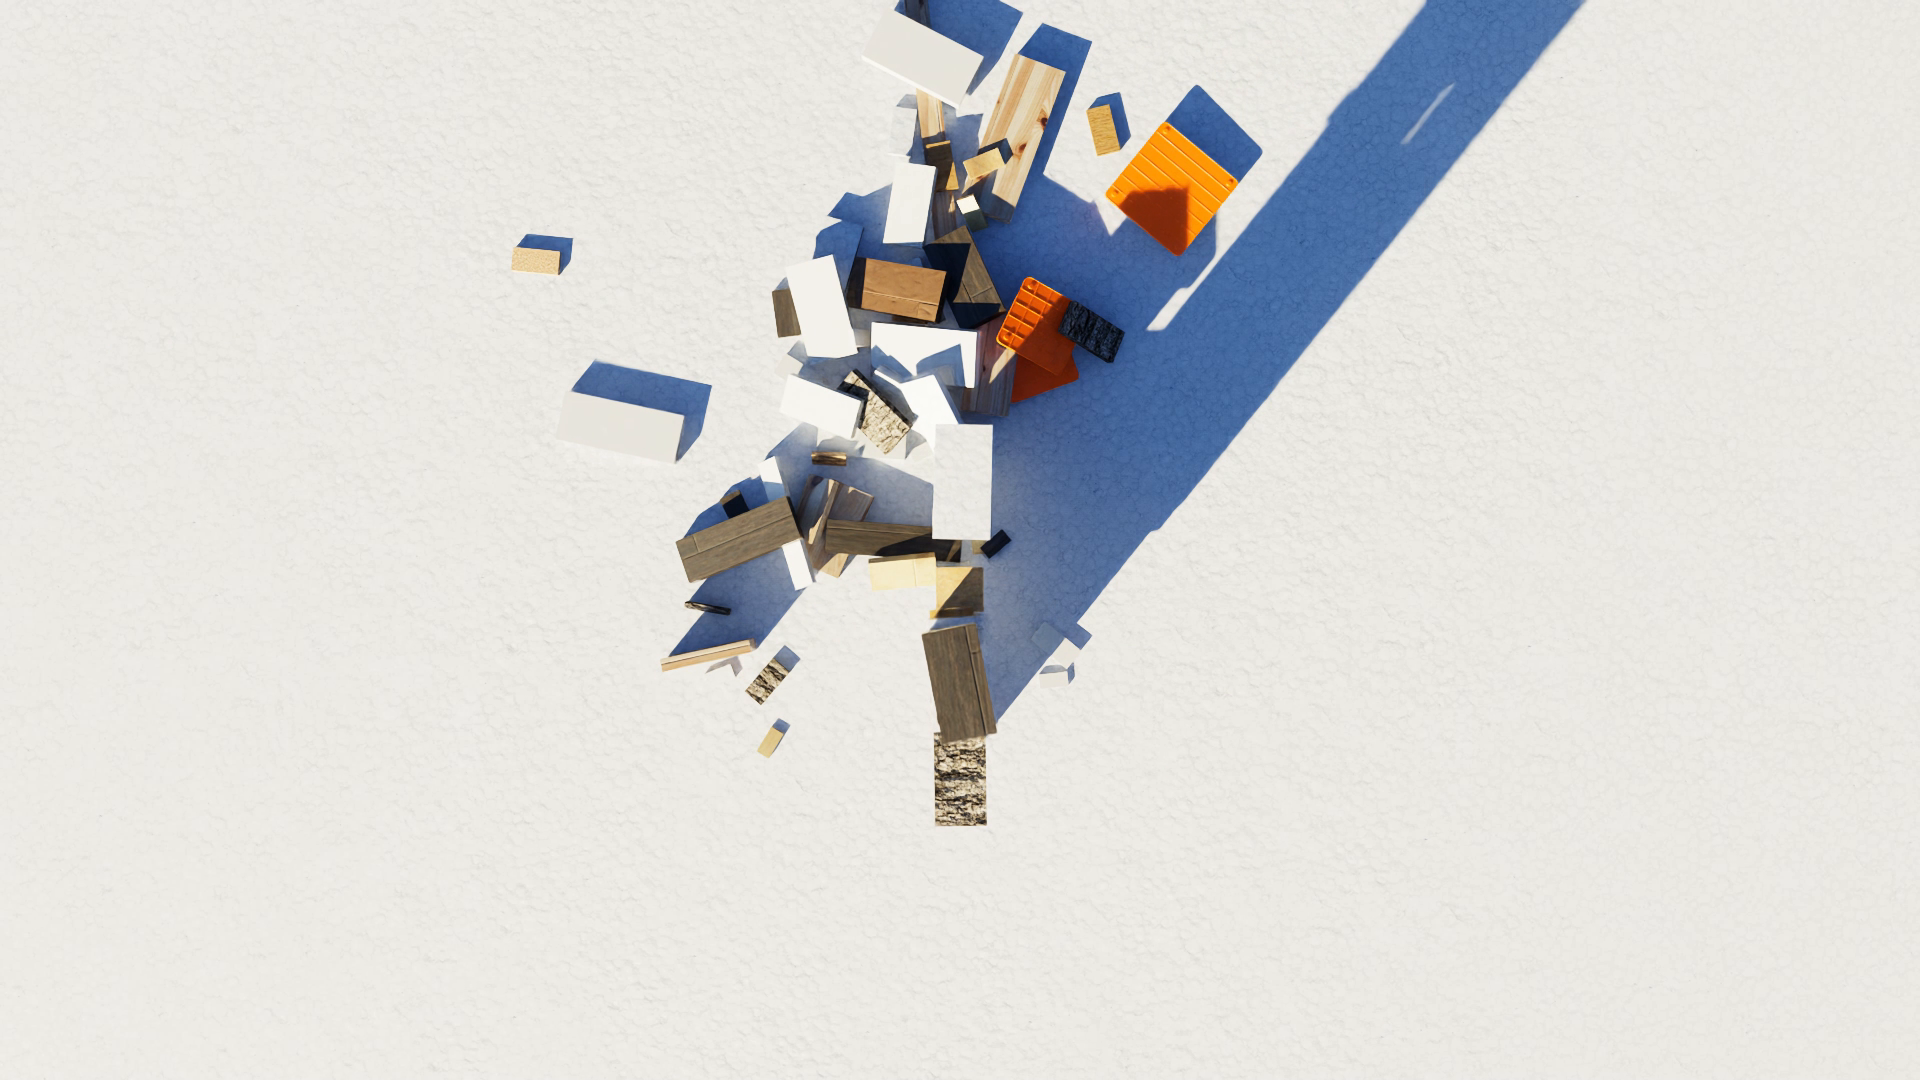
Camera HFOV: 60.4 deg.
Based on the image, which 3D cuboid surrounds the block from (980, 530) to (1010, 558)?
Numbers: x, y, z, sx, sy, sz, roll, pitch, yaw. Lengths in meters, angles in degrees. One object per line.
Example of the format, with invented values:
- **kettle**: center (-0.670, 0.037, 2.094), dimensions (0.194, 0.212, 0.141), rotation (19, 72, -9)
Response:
- **block**: center (0.118, 0.013, 5.484), dimensions (0.096, 0.014, 0.048), rotation (-40, 95, -8)

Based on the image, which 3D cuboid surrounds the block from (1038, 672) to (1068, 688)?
- **block**: center (0.311, 0.466, 5.493), dimensions (0.095, 0.014, 0.048), rotation (-6, 90, 0)

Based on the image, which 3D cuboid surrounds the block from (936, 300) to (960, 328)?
- **block**: center (-0.011, -0.730, 5.478), dimensions (0.158, 0.045, 0.317), rotation (-6, 90, 0)

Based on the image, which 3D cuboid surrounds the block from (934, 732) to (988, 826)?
- **block**: center (0.001, 0.605, 4.285), dimensions (0.135, 0.038, 0.270), rotation (-1, 90, 0)

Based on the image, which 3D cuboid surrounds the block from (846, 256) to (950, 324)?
- **block**: center (-0.206, -0.823, 5.422), dimensions (0.329, 0.047, 0.164), rotation (13, 90, 20)

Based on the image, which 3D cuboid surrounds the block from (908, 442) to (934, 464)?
- **block**: center (-0.121, -0.296, 5.493), dimensions (0.092, 0.013, 0.046), rotation (-26, 90, 0)

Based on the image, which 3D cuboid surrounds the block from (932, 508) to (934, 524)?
- **block**: center (0.003, -0.074, 5.322), dimensions (0.177, 0.355, 0.050), rotation (2, 92, 0)

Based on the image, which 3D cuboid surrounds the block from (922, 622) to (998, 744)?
- **block**: center (-0.002, 0.336, 3.876), dimensions (0.131, 0.037, 0.262), rotation (-11, 90, 0)

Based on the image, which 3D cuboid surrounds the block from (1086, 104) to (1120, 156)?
- **block**: center (0.476, -1.362, 5.489), dimensions (0.078, 0.022, 0.156), rotation (-14, 90, 0)

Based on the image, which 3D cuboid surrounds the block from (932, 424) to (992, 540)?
- **block**: center (0.008, -0.180, 5.119), dimensions (0.177, 0.050, 0.355), rotation (1, 90, 0)

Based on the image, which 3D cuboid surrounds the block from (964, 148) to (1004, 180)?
- **block**: center (0.079, -1.241, 5.441), dimensions (0.122, 0.017, 0.061), rotation (-22, 90, 0)

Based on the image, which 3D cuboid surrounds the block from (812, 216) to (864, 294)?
- **block**: center (-0.421, -0.928, 5.481), dimensions (0.134, 0.038, 0.268), rotation (16, 90, 0)

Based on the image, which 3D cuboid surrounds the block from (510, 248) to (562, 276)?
- **block**: center (-1.411, -0.927, 5.489), dimensions (0.156, 0.022, 0.078), rotation (6, 90, 0)

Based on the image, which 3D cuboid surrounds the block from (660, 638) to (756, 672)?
- **block**: center (-0.826, 0.376, 5.426), dimensions (0.295, 0.148, 0.042), rotation (-12, 90, 0)

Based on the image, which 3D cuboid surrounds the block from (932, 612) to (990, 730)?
- **block**: center (0.000, 0.378, 4.787), dimensions (0.167, 0.047, 0.335), rotation (-1, 90, 0)

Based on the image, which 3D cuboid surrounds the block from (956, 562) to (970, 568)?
- **block**: center (0.011, 0.092, 5.452), dimensions (0.048, 0.096, 0.014), rotation (-8, 105, 0)

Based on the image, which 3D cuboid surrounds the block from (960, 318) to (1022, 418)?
- **block**: center (0.104, -0.574, 5.432), dimensions (0.158, 0.045, 0.317), rotation (9, 90, 0)

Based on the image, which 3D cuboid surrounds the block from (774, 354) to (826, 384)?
- **block**: center (-0.534, -0.546, 5.489), dimensions (0.156, 0.022, 0.078), rotation (33, 90, 0)

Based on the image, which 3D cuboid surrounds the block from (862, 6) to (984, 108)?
- **block**: center (-0.123, -1.593, 5.452), dimensions (0.359, 0.051, 0.180), rotation (27, 90, 0)

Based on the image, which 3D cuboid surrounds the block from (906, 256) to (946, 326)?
- **block**: center (-0.139, -0.810, 5.454), dimensions (0.112, 0.032, 0.224), rotation (-23, 84, 21)

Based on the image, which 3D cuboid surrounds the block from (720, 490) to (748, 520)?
- **block**: center (-0.736, -0.086, 5.490), dimensions (0.072, 0.021, 0.145), rotation (-26, 90, 0)

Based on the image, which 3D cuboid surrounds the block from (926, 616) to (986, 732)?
- **block**: center (-0.005, 0.339, 4.177), dimensions (0.143, 0.040, 0.285), rotation (-3, 90, 0)

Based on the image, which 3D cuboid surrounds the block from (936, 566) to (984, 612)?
- **block**: center (0.000, 0.234, 5.182), dimensions (0.148, 0.042, 0.297), rotation (-1, 90, 0)

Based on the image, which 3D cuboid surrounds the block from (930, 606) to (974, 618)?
- **block**: center (-0.012, 0.309, 4.501), dimensions (0.122, 0.035, 0.245), rotation (-5, 90, 0)

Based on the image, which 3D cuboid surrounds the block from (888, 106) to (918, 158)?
- **block**: center (-0.192, -1.358, 5.489), dimensions (0.078, 0.022, 0.157), rotation (7, 90, 0)

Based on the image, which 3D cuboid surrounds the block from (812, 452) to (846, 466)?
- **block**: center (-0.434, -0.270, 5.472), dimensions (0.113, 0.056, 0.016), rotation (3, 60, 0)

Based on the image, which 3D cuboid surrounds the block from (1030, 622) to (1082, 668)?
- **block**: center (0.318, 0.349, 5.489), dimensions (0.157, 0.022, 0.078), rotation (39, 90, 0)

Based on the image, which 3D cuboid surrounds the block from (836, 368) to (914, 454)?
- **block**: center (-0.292, -0.421, 5.420), dimensions (0.266, 0.038, 0.133), rotation (45, 119, 2)

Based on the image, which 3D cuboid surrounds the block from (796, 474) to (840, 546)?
- **block**: center (-0.485, -0.101, 5.451), dimensions (0.110, 0.031, 0.221), rotation (17, 86, 33)

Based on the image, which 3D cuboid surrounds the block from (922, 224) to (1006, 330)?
- **block**: center (0.016, -0.854, 5.406), dimensions (0.158, 0.045, 0.317), rotation (-26, 79, 10)

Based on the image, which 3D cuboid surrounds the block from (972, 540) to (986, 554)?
- **block**: center (0.062, -0.001, 5.493), dimensions (0.048, 0.014, 0.096), rotation (-7, 90, 0)
